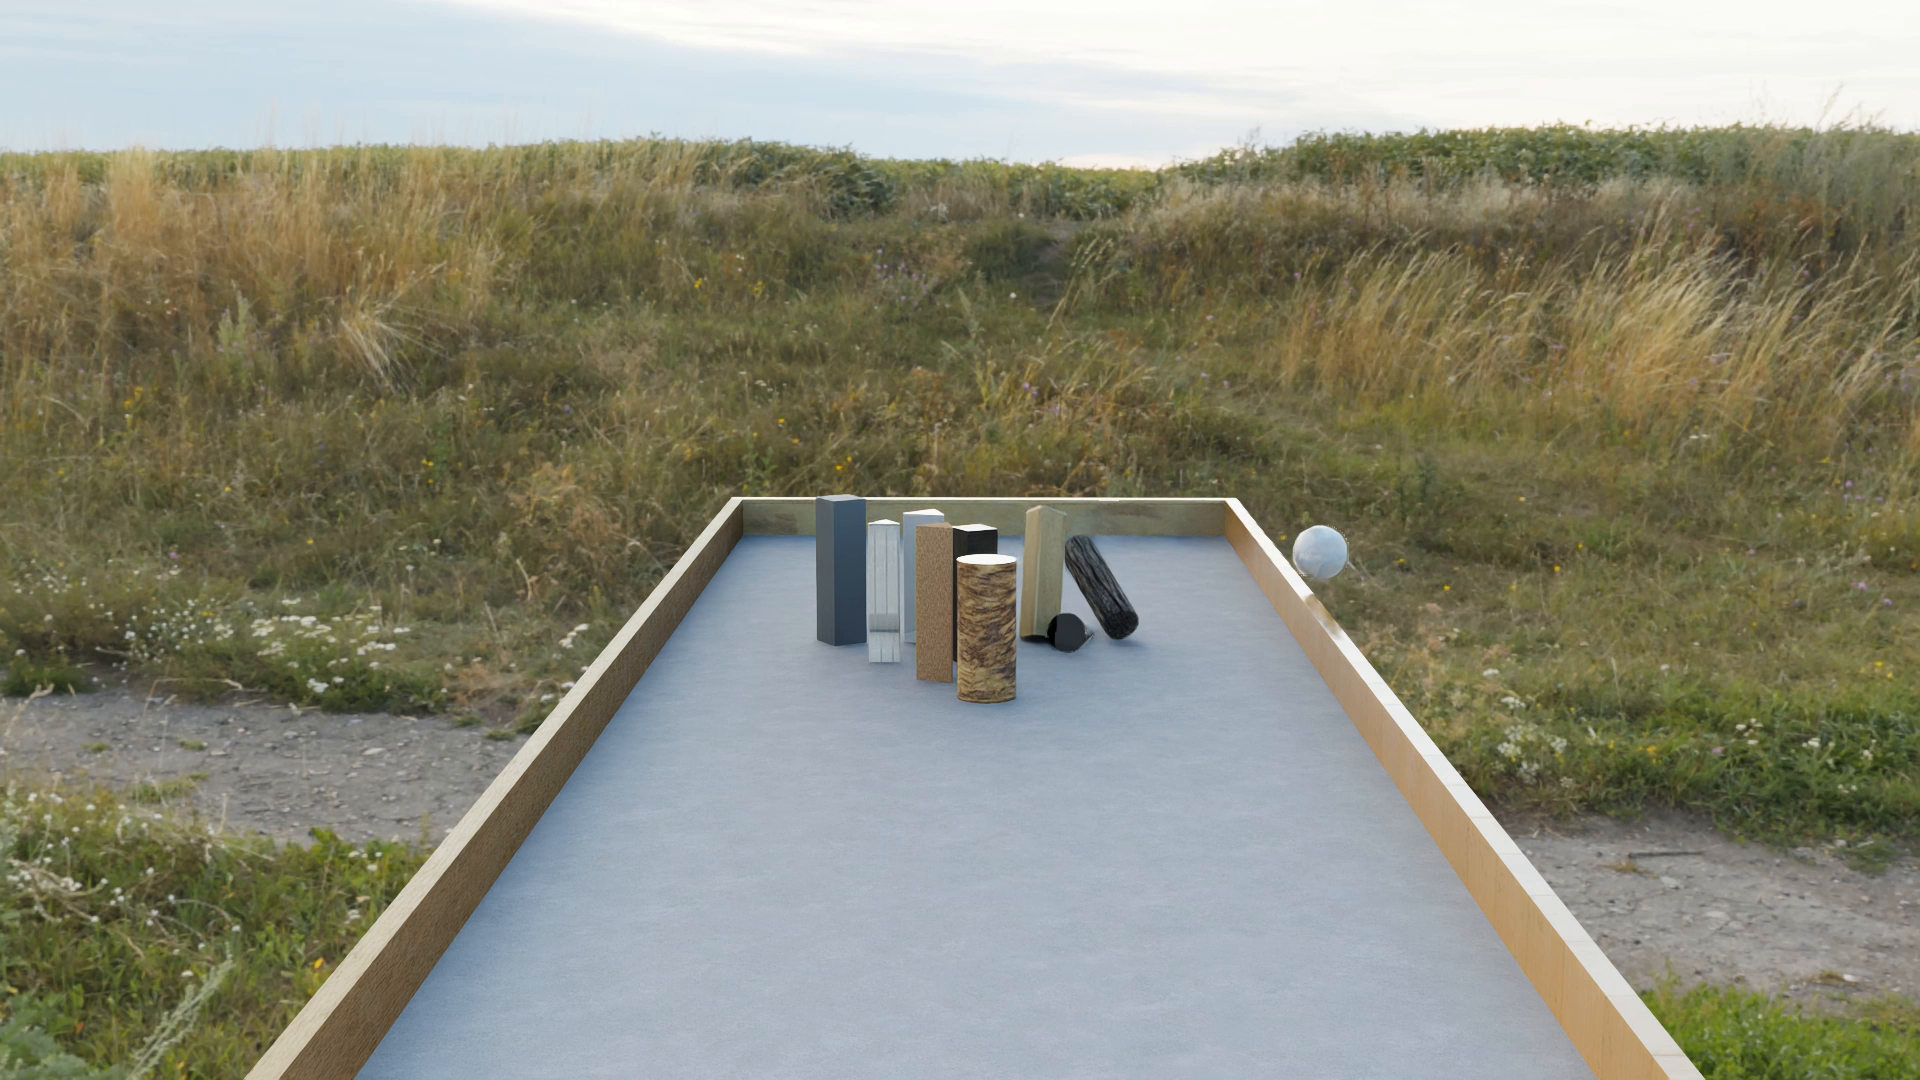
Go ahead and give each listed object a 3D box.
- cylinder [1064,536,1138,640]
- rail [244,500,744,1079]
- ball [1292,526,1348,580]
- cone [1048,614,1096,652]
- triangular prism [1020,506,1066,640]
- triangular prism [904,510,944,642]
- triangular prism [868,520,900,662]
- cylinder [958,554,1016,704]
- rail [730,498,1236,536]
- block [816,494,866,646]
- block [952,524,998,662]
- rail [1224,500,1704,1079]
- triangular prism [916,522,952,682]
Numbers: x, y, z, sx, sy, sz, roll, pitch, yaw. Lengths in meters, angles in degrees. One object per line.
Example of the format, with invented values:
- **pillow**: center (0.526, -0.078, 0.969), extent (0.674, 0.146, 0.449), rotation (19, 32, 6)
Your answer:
- **cylinder**: center (0.451, 0.151, 7.140), extent (0.116, 0.116, 0.424), rotation (-3, 35, -19)
- **rail**: center (-1.004, 0.839, 3.234), extent (0.050, 0.150, 12.000), rotation (0, 9, 1)
- **ball**: center (1.160, 0.042, 7.088), extent (0.175, 0.175, 0.175), rotation (0, 9, 0)
- **cone**: center (0.388, 0.291, 6.978), extent (0.123, 0.123, 0.358), rotation (3, 0, 19)
- **triangular prism**: center (0.245, 0.107, 7.020), extent (0.110, 0.414, 0.127), rotation (-5, -13, 40)
- **triangular prism**: center (-0.099, 0.114, 6.977), extent (0.132, 0.412, 0.114), rotation (3, 9, 16)
- **triangular prism**: center (-0.228, 0.154, 6.683), extent (0.093, 0.424, 0.081), rotation (0, 9, 2)
- **cylinder**: center (0.075, 0.249, 6.182), extent (0.167, 0.394, 0.167), rotation (0, 9, 0)
- **rail**: center (0.099, -0.098, 9.147), extent (2.100, 0.150, 0.050), rotation (0, 9, 1)
- **block**: center (-0.375, 0.094, 6.947), extent (0.116, 0.460, 0.116), rotation (-6, 11, -32)
- **block**: center (0.043, 0.166, 6.650), extent (0.103, 0.411, 0.103), rotation (-5, 10, -29)
- **rail**: center (1.046, 0.843, 3.208), extent (0.050, 0.150, 12.000), rotation (0, 9, 1)
- **triangular prism**: center (-0.056, 0.180, 6.421), extent (0.114, 0.455, 0.099), rotation (4, 10, 23)
